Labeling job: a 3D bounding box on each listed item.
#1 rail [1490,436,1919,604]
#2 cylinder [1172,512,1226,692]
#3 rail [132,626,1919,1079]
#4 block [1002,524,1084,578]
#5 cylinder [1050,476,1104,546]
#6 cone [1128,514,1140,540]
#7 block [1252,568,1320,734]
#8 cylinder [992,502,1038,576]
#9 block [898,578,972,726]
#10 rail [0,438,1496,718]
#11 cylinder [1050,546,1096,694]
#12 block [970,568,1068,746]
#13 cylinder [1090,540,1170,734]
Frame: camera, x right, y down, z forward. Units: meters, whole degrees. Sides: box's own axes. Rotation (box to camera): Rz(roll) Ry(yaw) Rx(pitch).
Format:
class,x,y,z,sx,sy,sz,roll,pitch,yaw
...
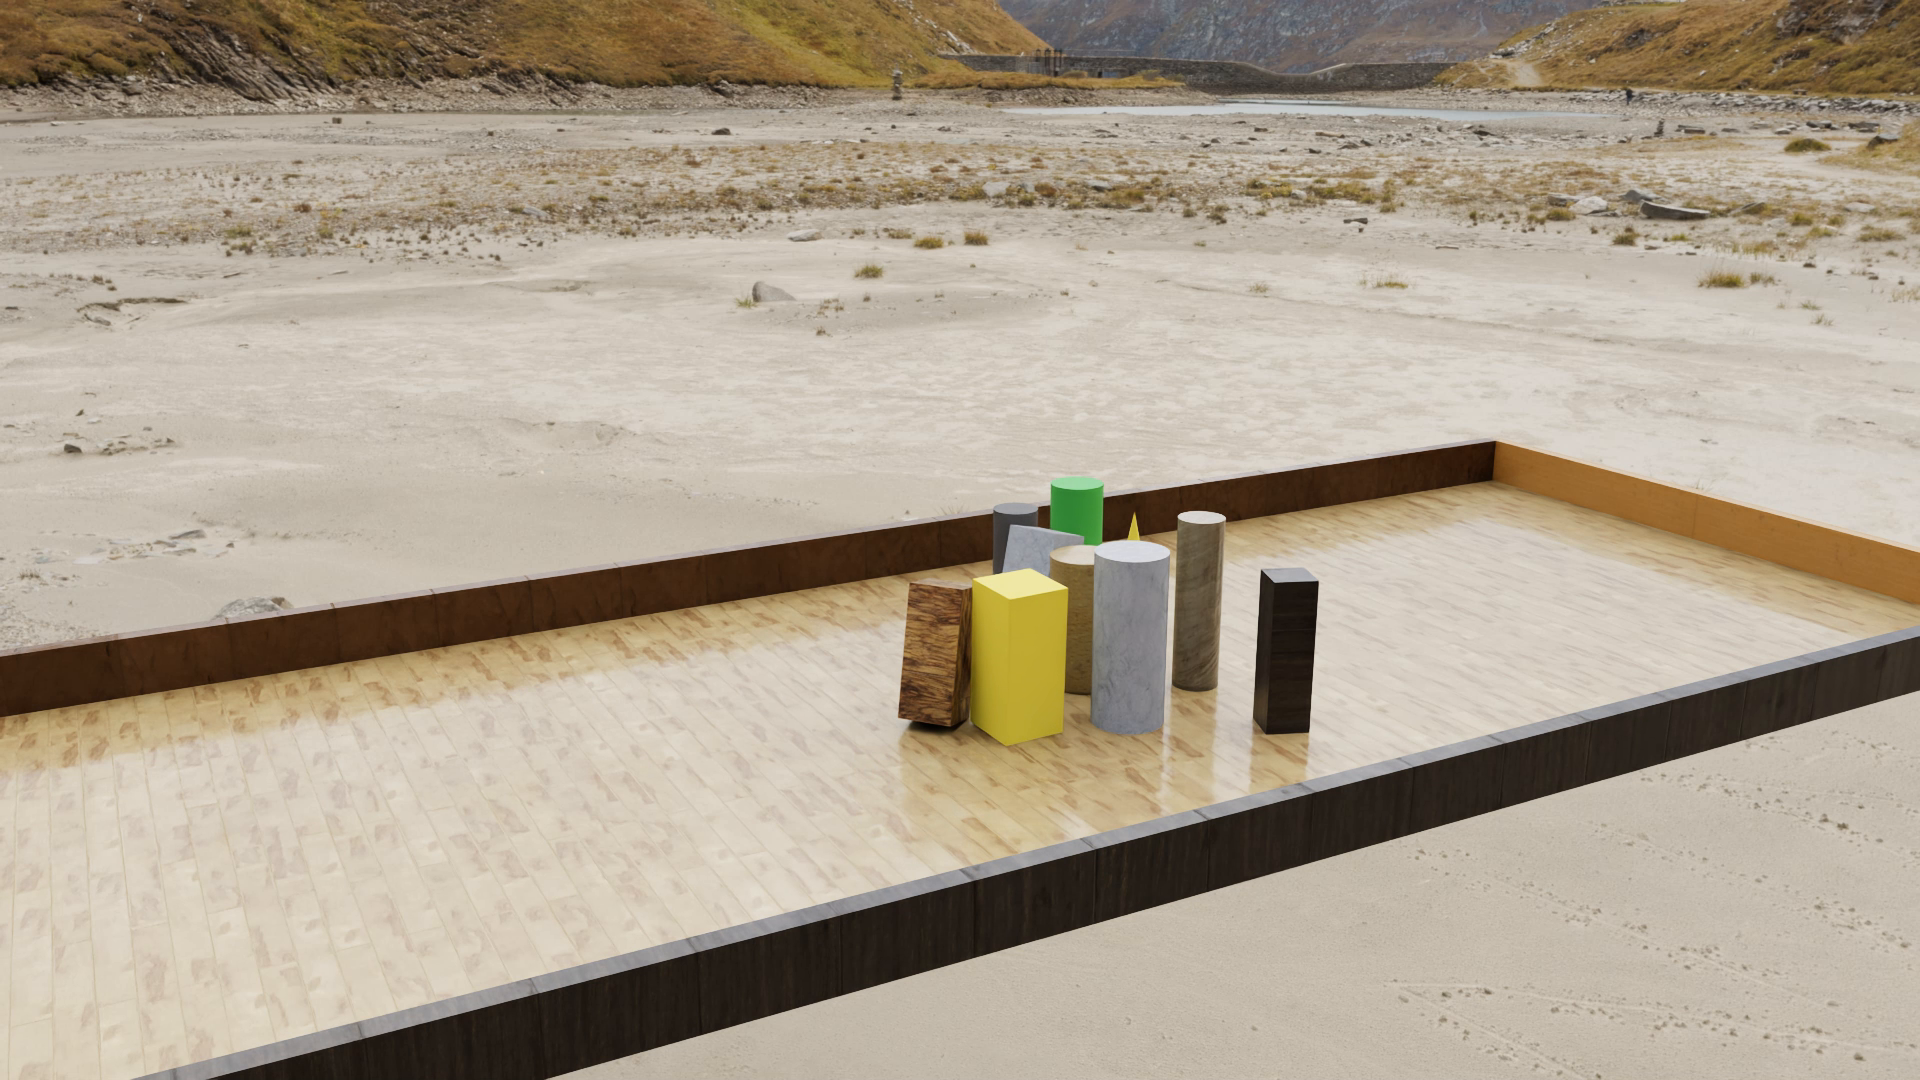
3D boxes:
class,x,y,z,sx,sy,sz,roll,pitch,yaw
rail,2.466,-0.048,5.253,0.050,0.150,2.100,-9,18,-27
cylinder,0.588,0.152,4.073,0.116,0.432,0.116,0,16,0
rail,-2.336,1.006,1.665,12.000,0.150,0.050,-9,18,-27
block,0.194,0.147,4.194,0.138,0.347,0.138,12,4,36
cylinder,0.322,0.027,4.584,0.145,0.383,0.145,0,16,0
cone,0.456,0.101,4.359,0.151,0.367,0.151,0,16,0
block,0.754,0.257,3.823,0.104,0.370,0.104,-2,17,-7
cylinder,0.146,0.095,4.375,0.118,0.370,0.118,0,16,0
block,-0.047,0.260,3.864,0.131,0.319,0.131,7,6,19
rail,-3.305,0.497,3.399,12.000,0.150,0.050,-9,18,-27
cylinder,0.308,0.196,4.092,0.172,0.333,0.172,0,16,0
block,0.134,0.268,3.805,0.157,0.355,0.157,-10,21,-30
cylinder,0.395,0.226,3.845,0.173,0.418,0.173,0,16,0
